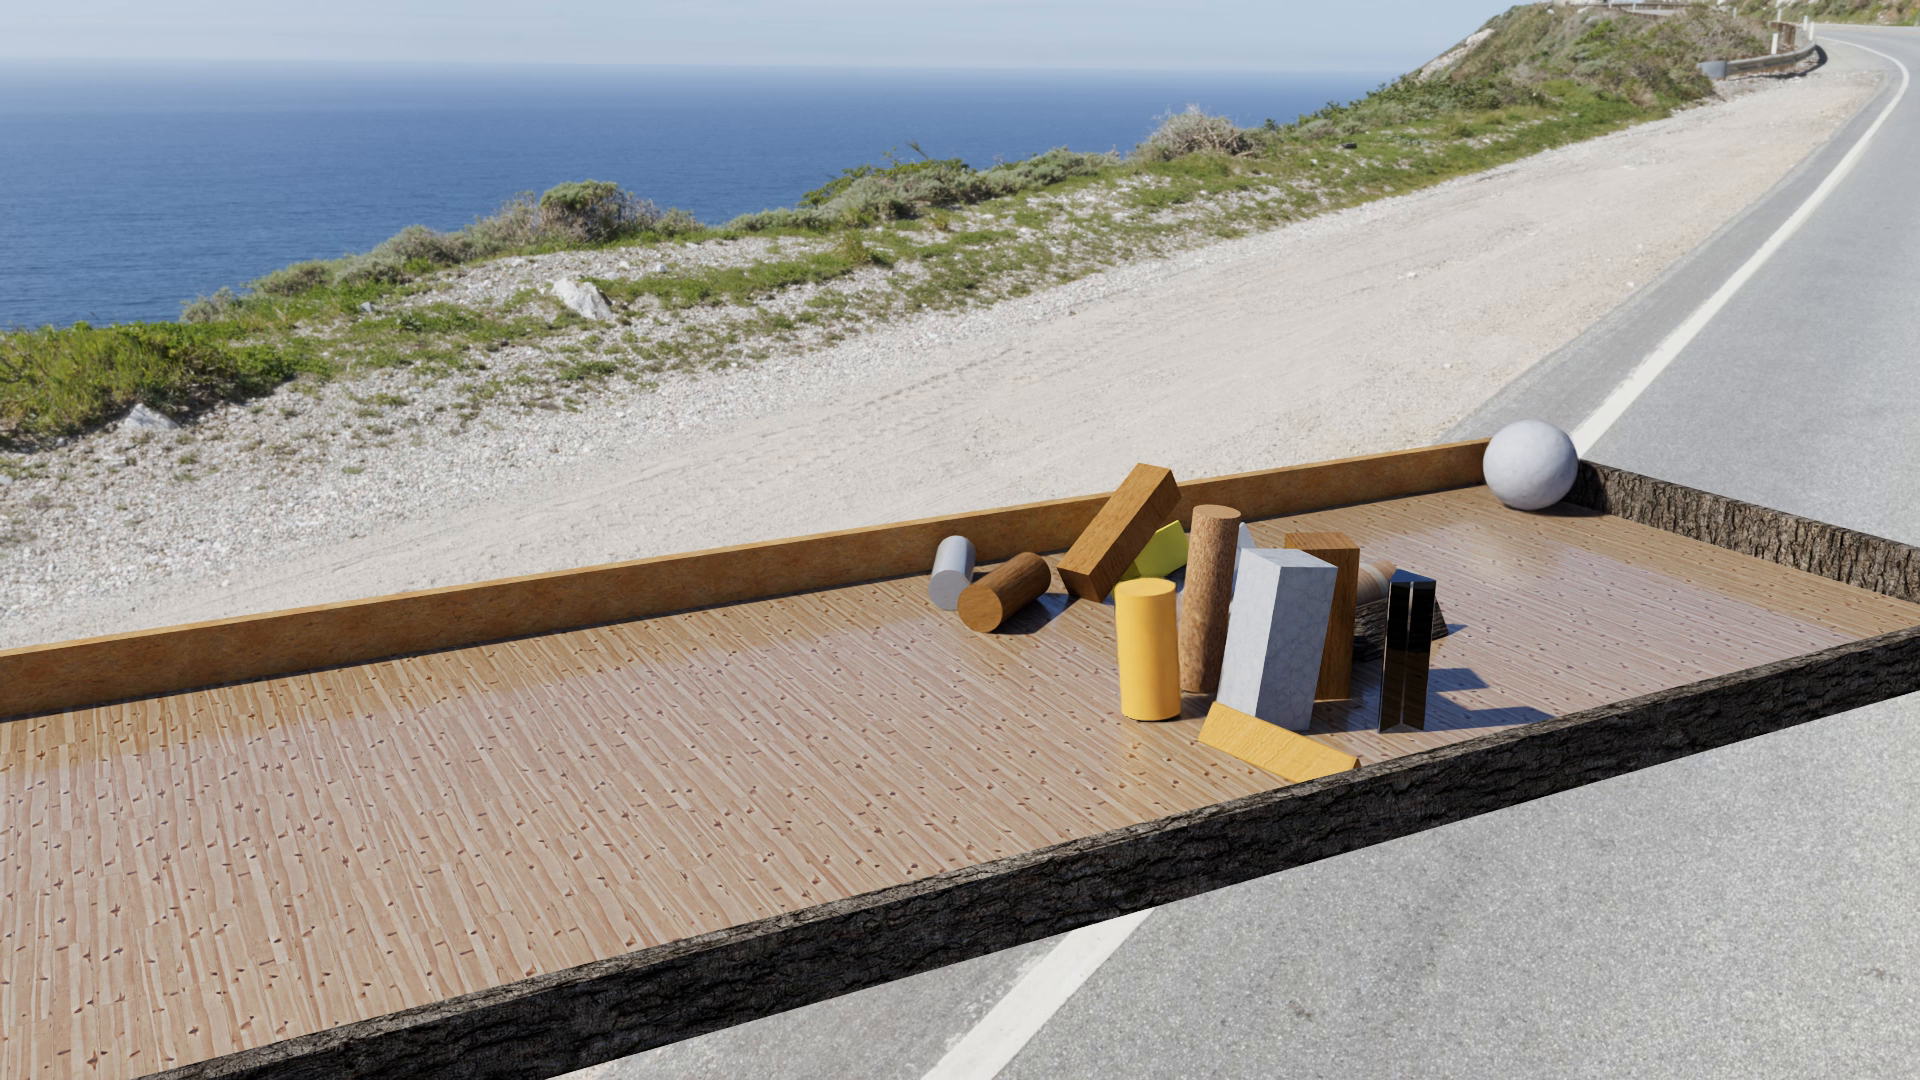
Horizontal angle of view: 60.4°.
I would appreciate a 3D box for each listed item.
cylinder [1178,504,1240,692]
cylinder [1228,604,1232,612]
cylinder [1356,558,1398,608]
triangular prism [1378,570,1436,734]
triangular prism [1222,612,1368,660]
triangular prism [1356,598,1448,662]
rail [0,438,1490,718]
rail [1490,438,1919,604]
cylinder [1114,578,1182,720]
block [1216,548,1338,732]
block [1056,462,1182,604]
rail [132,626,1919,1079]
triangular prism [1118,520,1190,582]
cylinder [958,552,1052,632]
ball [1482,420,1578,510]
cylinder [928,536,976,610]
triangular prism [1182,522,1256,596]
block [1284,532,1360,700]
[{"bbox_3d":[0.605,0.145,4.049,0.114,0.450,0.114,4,17,-1],"label":"cylinder"},{"bbox_3d":[0.744,0.220,4.423,0.104,0.104,0.371,13,21,37],"label":"cylinder"},{"bbox_3d":[1.006,0.174,4.458,0.426,0.173,0.173,-13,21,-38],"label":"cylinder"},{"bbox_3d":[1.020,0.257,3.825,0.109,0.369,0.095,-2,16,-5],"label":"triangular prism"},{"bbox_3d":[0.839,0.240,4.221,0.368,0.120,0.138,-1,-18,-5],"label":"triangular prism"},{"bbox_3d":[1.143,0.211,4.408,0.352,0.122,0.141,-12,21,-36],"label":"triangular prism"},{"bbox_3d":[-3.305,0.497,3.399,12.000,0.150,0.050,-9,18,-27],"label":"rail"},{"bbox_3d":[2.466,-0.048,5.253,0.050,0.150,2.100,-9,18,-27],"label":"rail"},{"bbox_3d":[0.447,0.258,3.911,0.142,0.307,0.142,-5,15,1],"label":"cylinder"},{"bbox_3d":[0.734,0.231,3.839,0.158,0.394,0.158,1,15,-25],"label":"block"},{"bbox_3d":[0.470,-0.025,4.836,0.119,0.119,0.451,15,54,41],"label":"block"},{"bbox_3d":[-2.336,1.006,1.665,12.000,0.150,0.050,-9,18,-27],"label":"rail"},{"bbox_3d":[0.586,0.034,5.021,0.133,0.115,0.341,11,20,32],"label":"triangular prism"},{"bbox_3d":[0.127,0.144,4.625,0.136,0.136,0.338,8,18,25],"label":"cylinder"},{"bbox_3d":[1.967,-0.261,5.689,0.312,0.312,0.312,0,16,0],"label":"ball"},{"bbox_3d":[-0.020,0.093,4.820,0.121,0.121,0.344,1,16,3],"label":"cylinder"},{"bbox_3d":[0.791,0.056,4.940,0.138,0.119,0.418,7,18,23],"label":"triangular prism"},{"bbox_3d":[0.875,0.186,4.040,0.142,0.385,0.142,-1,16,-5],"label":"block"}]
